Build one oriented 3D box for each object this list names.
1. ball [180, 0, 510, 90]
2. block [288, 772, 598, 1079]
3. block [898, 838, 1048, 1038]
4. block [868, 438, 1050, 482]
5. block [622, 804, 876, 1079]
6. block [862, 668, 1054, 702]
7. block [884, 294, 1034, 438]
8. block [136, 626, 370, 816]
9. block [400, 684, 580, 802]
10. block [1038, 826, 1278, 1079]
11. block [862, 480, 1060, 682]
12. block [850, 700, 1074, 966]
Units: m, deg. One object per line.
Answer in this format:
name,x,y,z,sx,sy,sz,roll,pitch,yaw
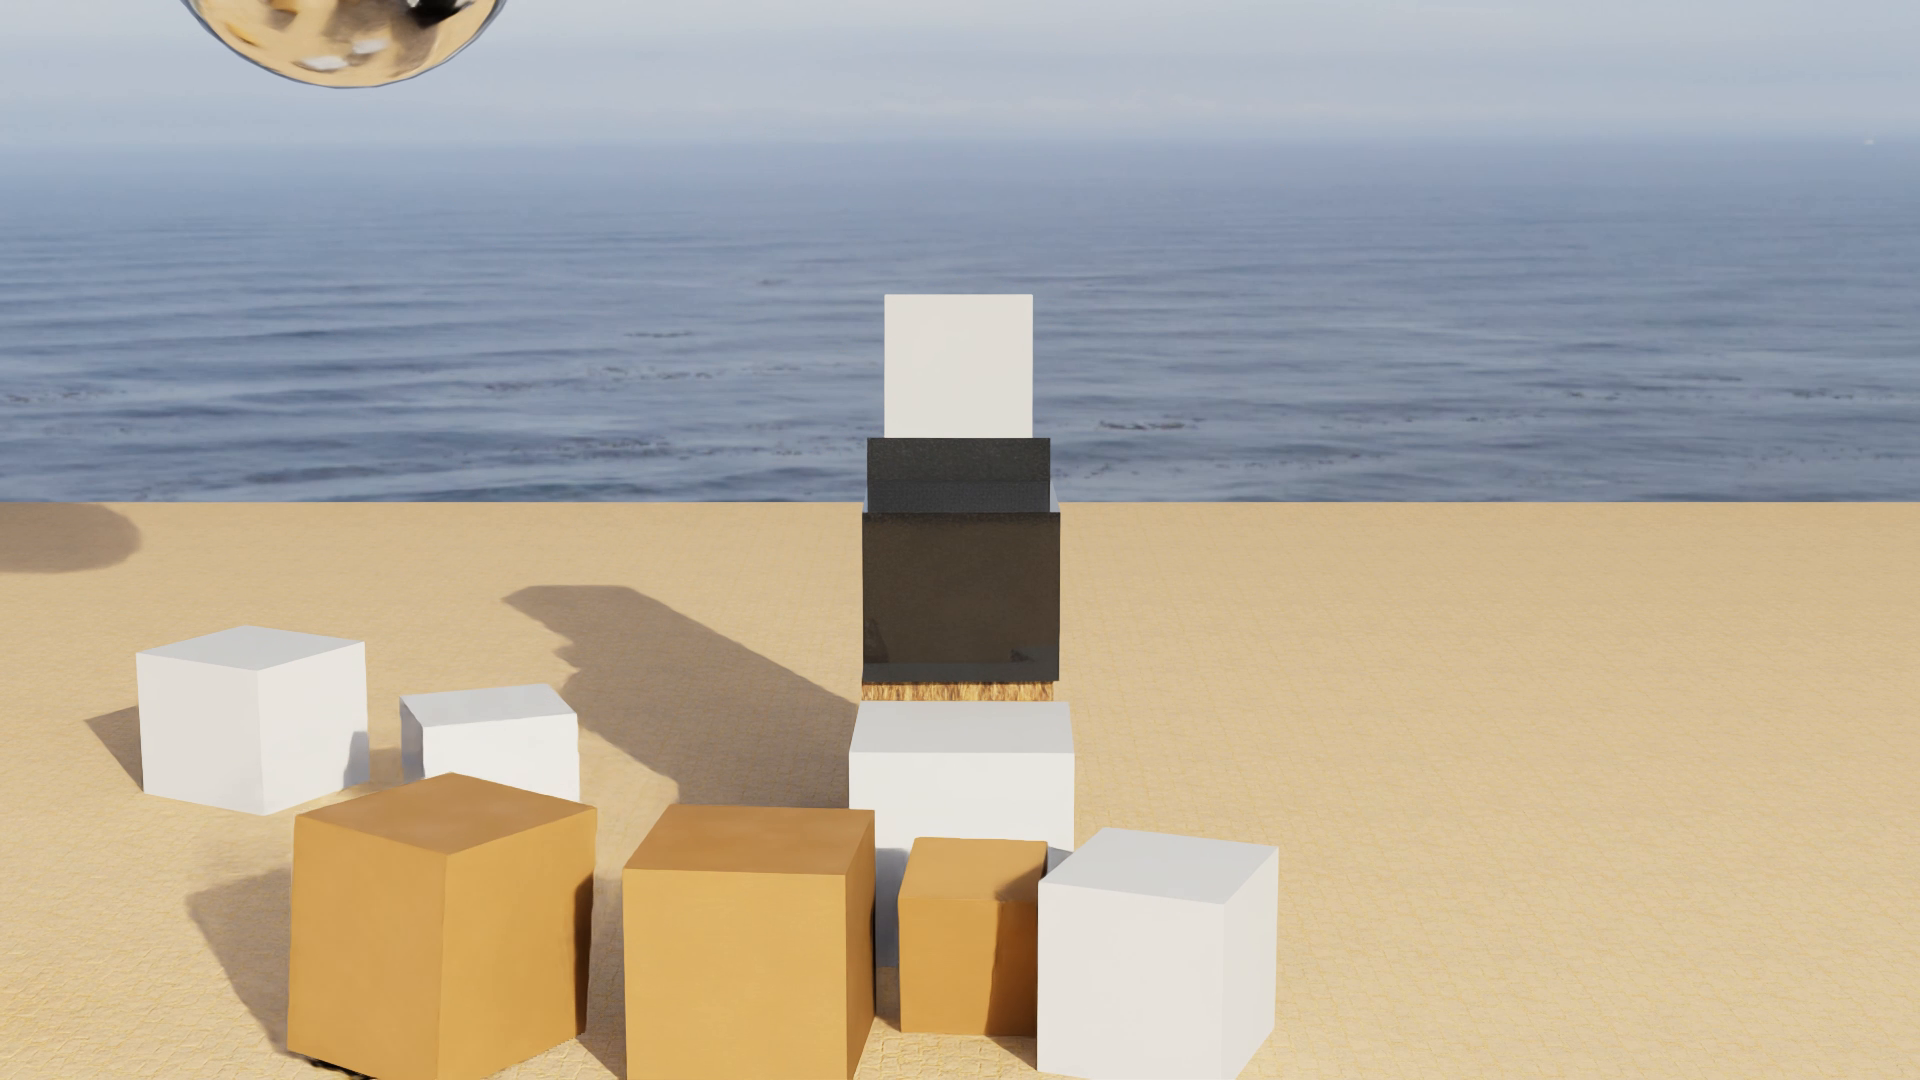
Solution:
ball,-2.577,-2.689,10.691,1.600,1.600,1.600,0,10,0
block,-1.860,1.395,9.256,0.694,0.864,0.824,9,11,29
block,0.058,1.488,9.644,0.507,0.555,0.521,1,18,6
block,-0.001,-0.027,12.049,0.830,0.900,0.831,0,2,1
block,-0.742,1.464,9.281,0.776,0.800,0.801,1,10,5
block,-0.010,0.992,11.370,0.814,0.981,0.832,0,10,0
block,0.005,-0.815,12.232,0.686,0.664,0.673,0,2,2
block,-3.501,0.879,12.738,0.802,0.713,0.738,6,12,29
block,-2.177,1.073,11.871,0.697,0.642,0.633,-4,11,-21
block,0.724,1.511,9.294,0.676,0.702,0.724,4,11,21
block,0.003,0.166,11.151,0.826,0.723,0.835,0,10,0
block,0.013,1.192,10.548,0.883,0.880,0.844,0,10,1
